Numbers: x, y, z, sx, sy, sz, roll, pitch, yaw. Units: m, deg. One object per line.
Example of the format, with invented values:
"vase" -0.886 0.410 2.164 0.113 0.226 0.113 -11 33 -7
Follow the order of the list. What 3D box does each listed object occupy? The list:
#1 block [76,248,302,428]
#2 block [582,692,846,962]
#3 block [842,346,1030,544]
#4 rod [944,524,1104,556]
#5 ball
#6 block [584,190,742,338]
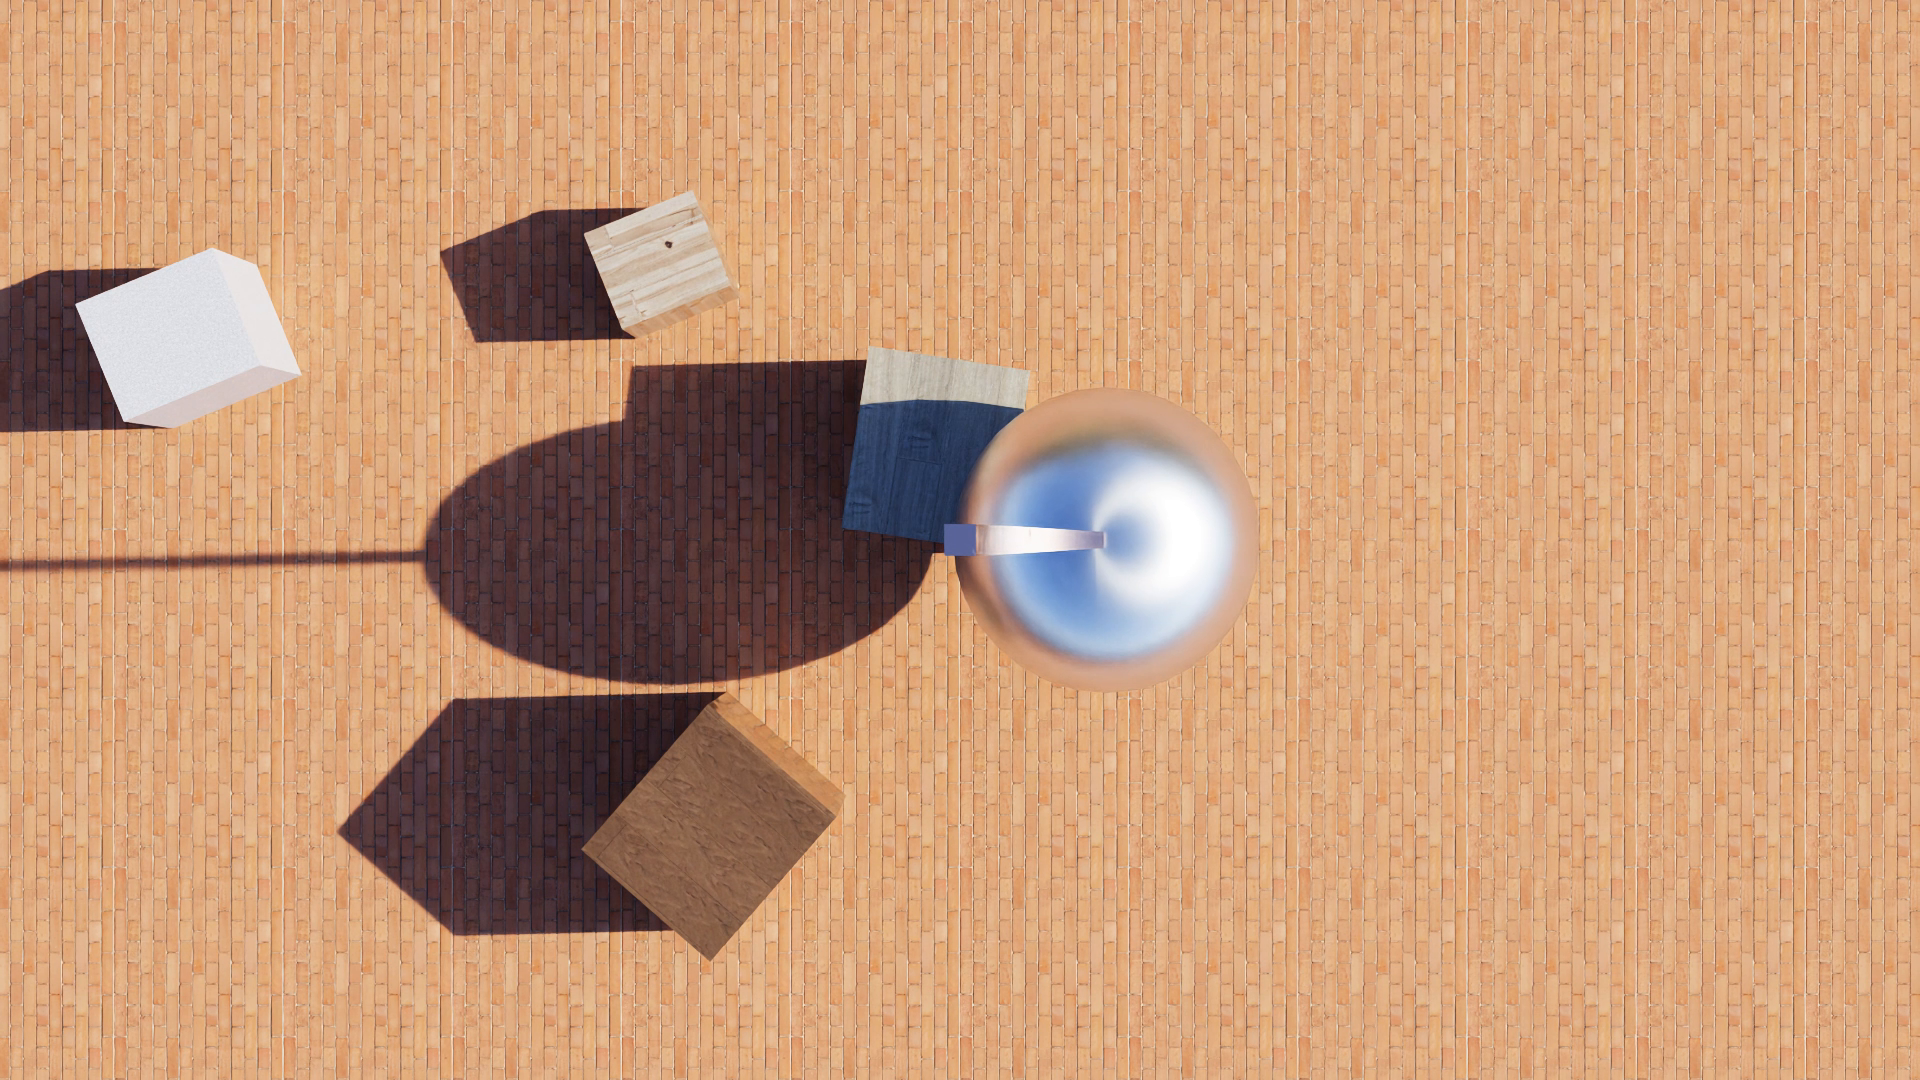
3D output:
"block" -4.406 -1.143 12.617 0.824 0.767 0.706 -22 90 0
"block" -1.369 1.598 12.496 0.933 1.009 1.052 41 90 0
"block" -0.133 -0.500 12.552 0.897 0.896 1.012 9 90 0
"rod" 0.330 0.000 8.116 0.080 5.200 0.080 0 90 7
"ball" 0.761 0.000 11.489 1.600 1.600 1.600 0 90 0
"block" -1.707 -1.582 12.702 0.662 0.596 0.580 -22 90 0
